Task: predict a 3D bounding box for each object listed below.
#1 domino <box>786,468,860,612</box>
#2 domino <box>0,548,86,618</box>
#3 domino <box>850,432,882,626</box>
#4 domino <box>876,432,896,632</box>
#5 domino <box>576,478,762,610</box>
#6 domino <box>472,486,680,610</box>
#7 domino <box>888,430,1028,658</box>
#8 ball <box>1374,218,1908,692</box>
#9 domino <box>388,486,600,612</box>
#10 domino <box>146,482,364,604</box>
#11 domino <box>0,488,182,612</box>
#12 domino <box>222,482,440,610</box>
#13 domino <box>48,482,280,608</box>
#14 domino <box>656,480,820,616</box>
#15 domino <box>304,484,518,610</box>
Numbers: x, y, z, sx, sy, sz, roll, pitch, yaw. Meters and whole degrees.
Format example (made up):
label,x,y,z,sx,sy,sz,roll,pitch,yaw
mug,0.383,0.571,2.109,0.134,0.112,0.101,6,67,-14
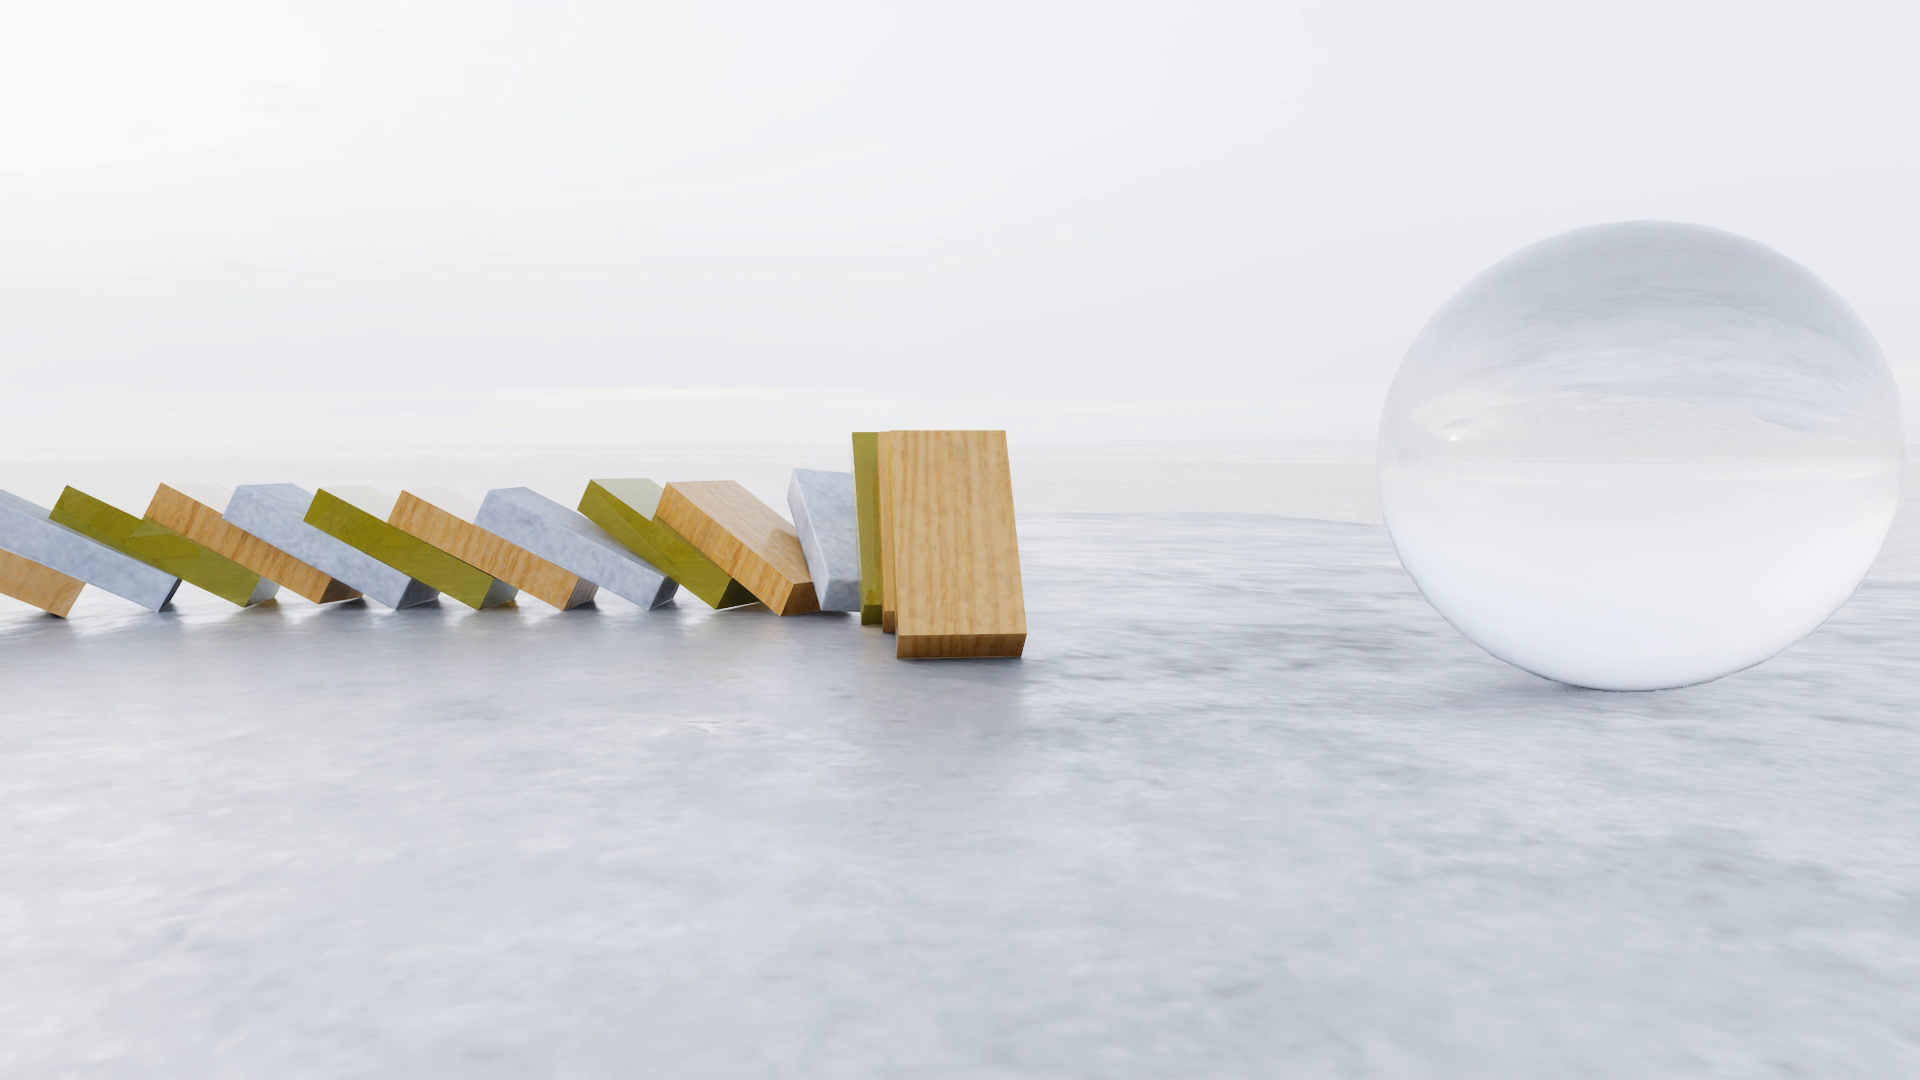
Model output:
label,x,y,z,sx,sy,sz,roll,pitch,yaw
domino,-0.028,0.000,0.332,0.025,0.009,0.050,4,33,-22
domino,-0.242,0.003,0.310,0.050,0.009,0.025,34,-17,-35
domino,-0.013,-0.004,0.313,0.025,0.050,0.010,-1,-33,-10
domino,-0.006,-0.003,0.301,0.025,0.050,0.009,0,-33,-6
domino,-0.075,0.000,0.344,0.050,0.009,0.025,33,15,18
domino,-0.099,0.002,0.340,0.050,0.009,0.025,27,5,0
domino,-0.001,0.000,0.265,0.025,0.050,0.009,0,-33,-6
ball,0.113,-0.014,0.221,0.080,0.080,0.080,0,4,0
domino,-0.121,0.002,0.339,0.050,0.009,0.025,27,5,-1
domino,-0.186,0.000,0.344,0.050,0.009,0.025,28,2,-1
domino,-0.226,0.002,0.326,0.050,0.009,0.025,30,-9,-24
domino,-0.164,0.001,0.340,0.050,0.009,0.025,28,5,-1
domino,-0.207,0.001,0.338,0.050,0.009,0.025,28,-2,-12
domino,-0.054,0.001,0.337,0.050,0.009,0.025,36,22,27
domino,-0.143,0.001,0.339,0.050,0.009,0.025,27,5,-1
